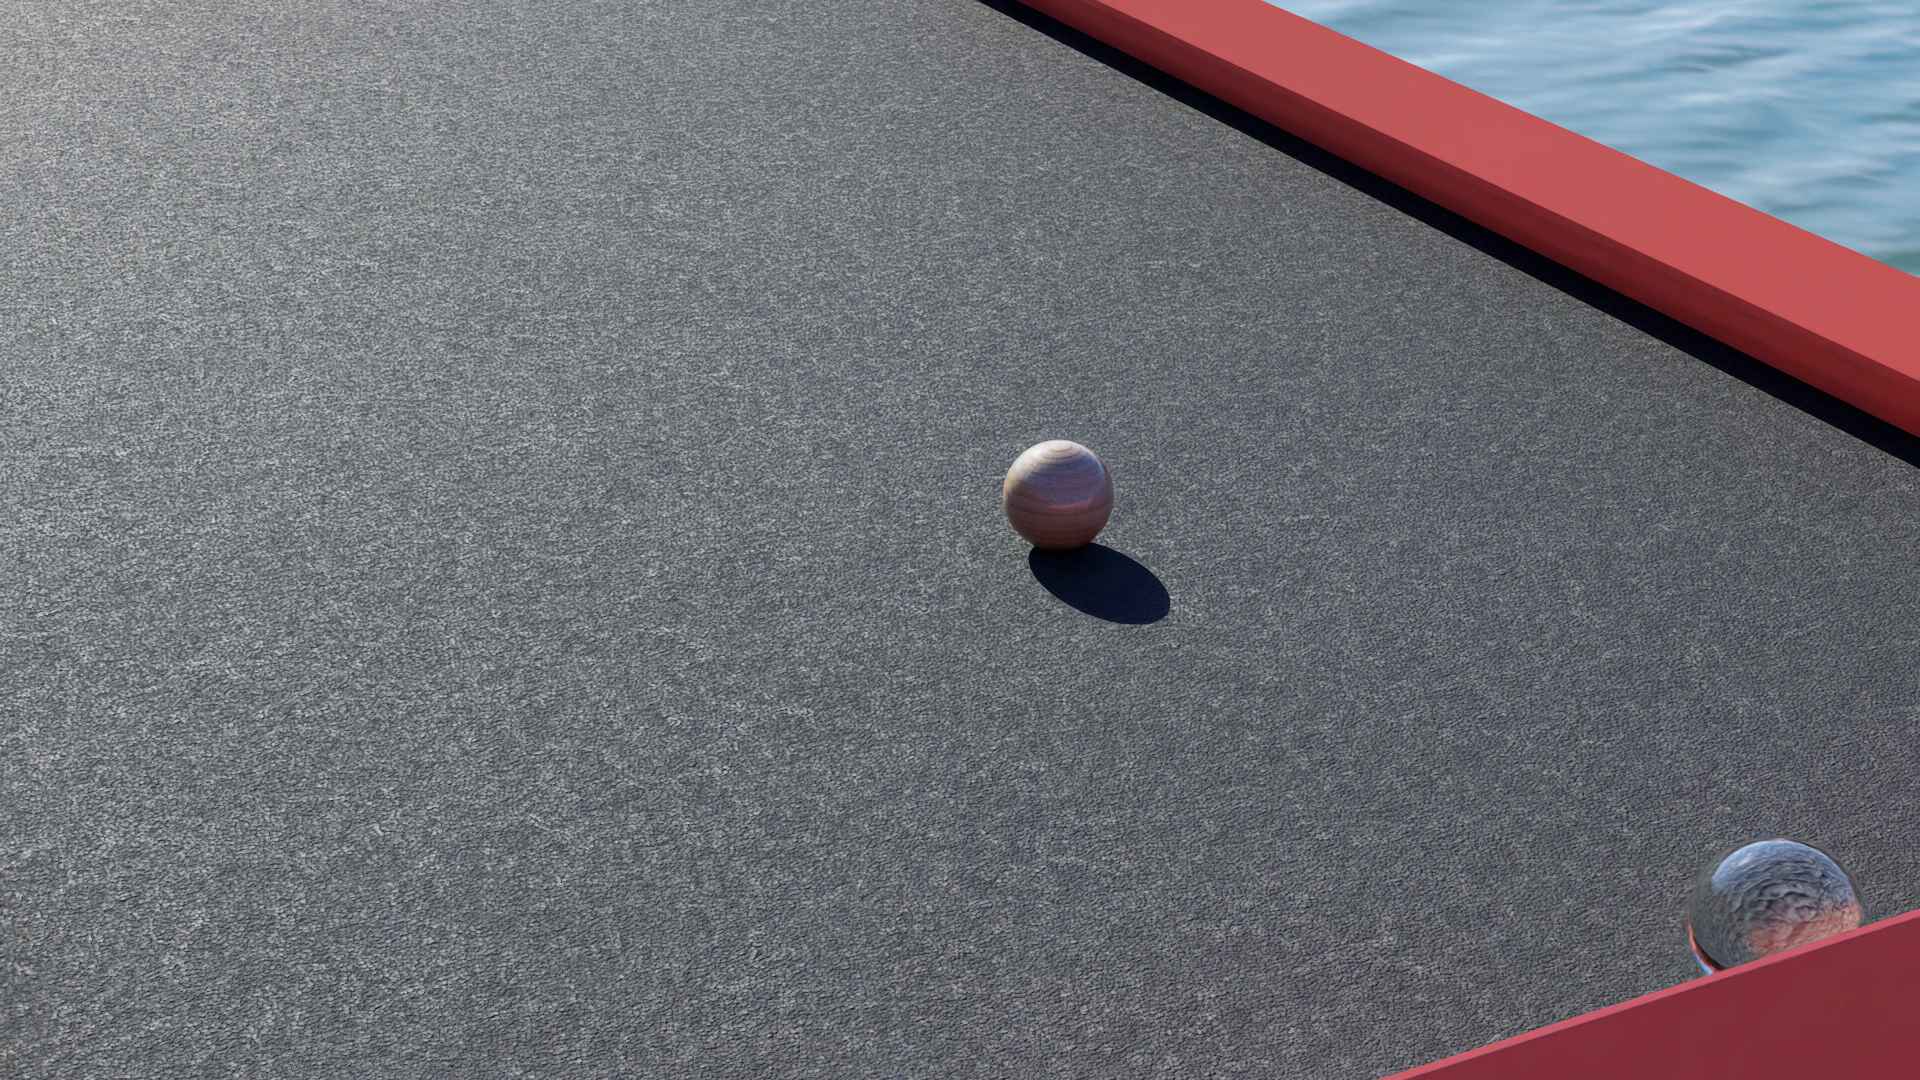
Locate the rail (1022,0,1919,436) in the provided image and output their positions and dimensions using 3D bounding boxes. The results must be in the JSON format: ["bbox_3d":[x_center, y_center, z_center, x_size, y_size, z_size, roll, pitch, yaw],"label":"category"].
[{"bbox_3d":[0.360,-0.470,3.069,0.045,0.127,3.168,-12,27,-24],"label":"rail"}]

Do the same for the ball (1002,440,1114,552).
[{"bbox_3d":[0.073,-0.033,2.178,0.083,0.083,0.083,0,25,0],"label":"ball"}]

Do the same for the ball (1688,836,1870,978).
[{"bbox_3d":[0.453,0.213,1.627,0.098,0.098,0.098,0,25,0],"label":"ball"}]

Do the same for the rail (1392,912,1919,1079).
[{"bbox_3d":[0.346,0.266,1.477,1.651,0.127,0.045,-12,27,-24],"label":"rail"}]
